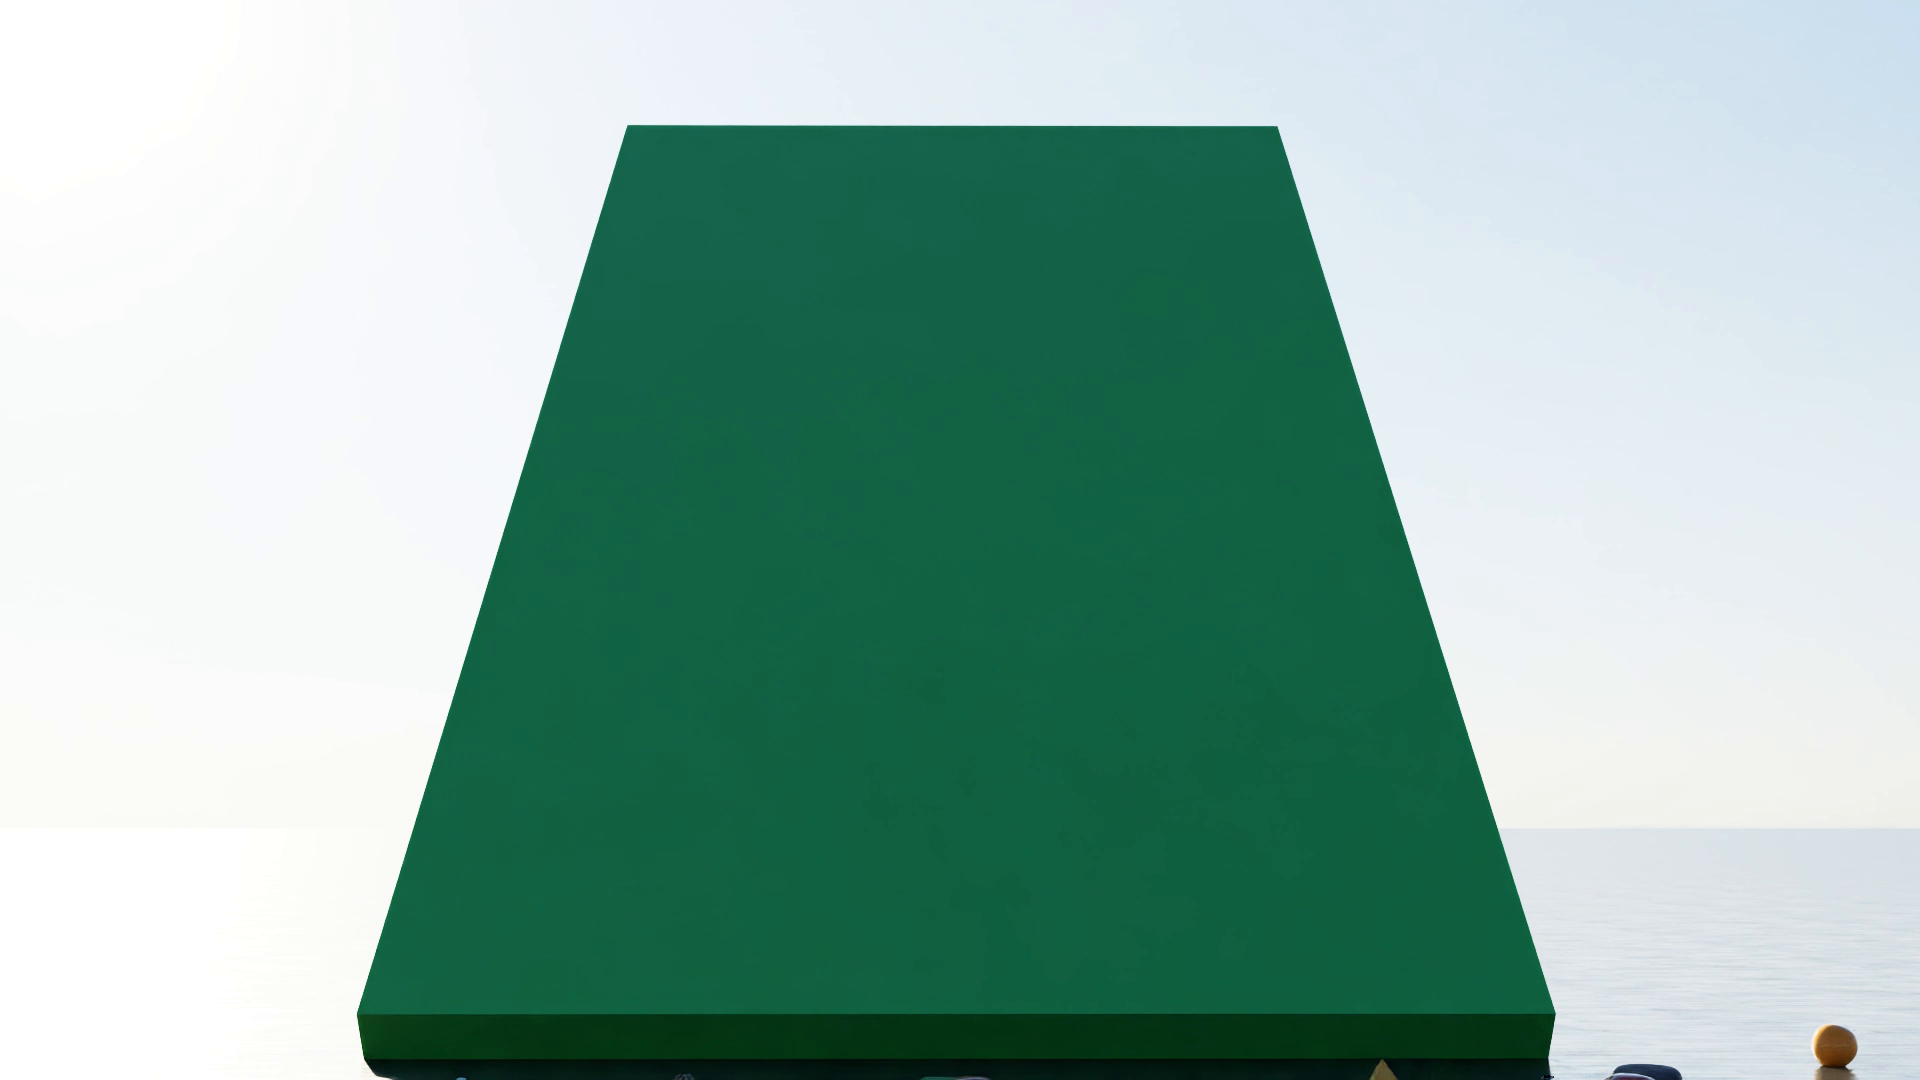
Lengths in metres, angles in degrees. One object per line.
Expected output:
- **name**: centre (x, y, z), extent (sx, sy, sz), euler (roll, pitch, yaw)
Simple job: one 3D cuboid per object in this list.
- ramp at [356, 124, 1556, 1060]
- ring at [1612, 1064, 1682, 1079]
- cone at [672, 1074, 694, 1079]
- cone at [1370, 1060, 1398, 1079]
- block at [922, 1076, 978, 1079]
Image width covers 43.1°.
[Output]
- **ramp**: centre (-0.014, -0.200, 5.792), extent (2.000, 0.100, 4.000), euler (0, 31, 0)
- **ring**: centre (1.029, 0.805, 3.642), extent (0.101, 0.034, 0.101), euler (0, -5, 0)
- **cone**: centre (-0.377, 0.783, 3.408), extent (0.054, 0.054, 0.054), euler (-4, -35, 34)
- **cone**: centre (0.626, 0.793, 3.518), extent (0.063, 0.063, 0.063), euler (26, -3, 8)
- **block**: centre (-0.017, 0.729, 3.129), extent (0.067, 0.067, 0.067), euler (-1, -7, 11)
